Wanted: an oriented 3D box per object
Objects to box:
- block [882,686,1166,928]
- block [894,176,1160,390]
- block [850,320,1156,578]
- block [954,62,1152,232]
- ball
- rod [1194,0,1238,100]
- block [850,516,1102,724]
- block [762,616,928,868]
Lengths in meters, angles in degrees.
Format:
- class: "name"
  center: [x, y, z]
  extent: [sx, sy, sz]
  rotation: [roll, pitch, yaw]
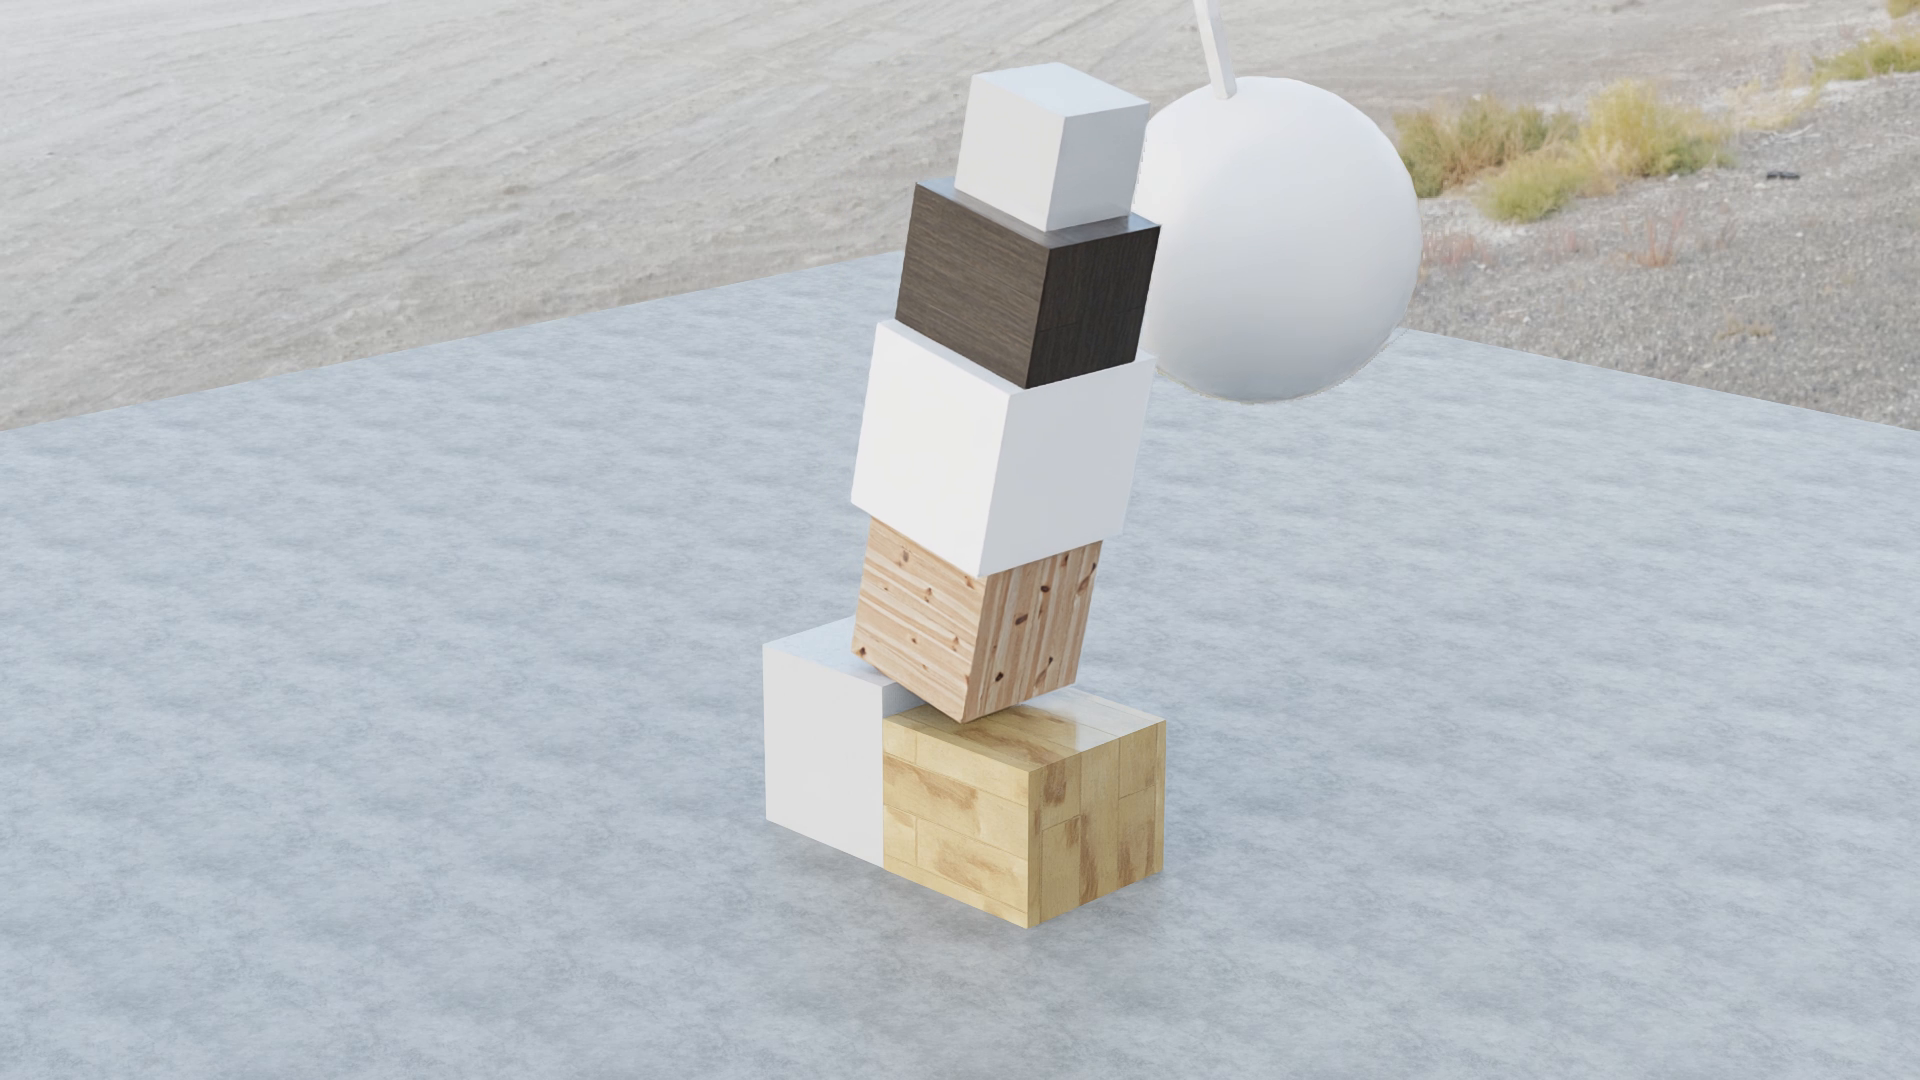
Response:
- class: "block"
  center: [0.292, 1.165, 13.402]
  extent: [0.905, 0.741, 0.916]
  rotation: [-17, 24, -42]
- class: "block"
  center: [0.286, -1.153, 12.657]
  extent: [0.693, 0.636, 0.807]
  rotation: [-17, 36, -42]
- class: "block"
  center: [0.185, -0.486, 12.997]
  extent: [0.926, 0.874, 0.820]
  rotation: [-17, 36, -42]
- class: "block"
  center: [0.390, -1.677, 12.453]
  extent: [0.531, 0.504, 0.548]
  rotation: [-17, 36, -42]
- class: "ball"
  center: [1.467, -1.470, 14.417]
  extent: [1.600, 1.600, 1.600]
  rotation: [0, 17, 0]
- class: "rod"
  center: [0.636, -4.265, 12.668]
  extent: [0.080, 5.200, 0.080]
  rotation: [17, 44, 42]
- class: "block"
  center: [0.072, 0.242, 13.371]
  extent: [0.743, 0.780, 0.741]
  rotation: [-17, 36, -42]
- class: "block"
  center: [-0.341, 0.912, 13.957]
  extent: [0.852, 0.891, 0.816]
  rotation: [-17, 24, -42]
